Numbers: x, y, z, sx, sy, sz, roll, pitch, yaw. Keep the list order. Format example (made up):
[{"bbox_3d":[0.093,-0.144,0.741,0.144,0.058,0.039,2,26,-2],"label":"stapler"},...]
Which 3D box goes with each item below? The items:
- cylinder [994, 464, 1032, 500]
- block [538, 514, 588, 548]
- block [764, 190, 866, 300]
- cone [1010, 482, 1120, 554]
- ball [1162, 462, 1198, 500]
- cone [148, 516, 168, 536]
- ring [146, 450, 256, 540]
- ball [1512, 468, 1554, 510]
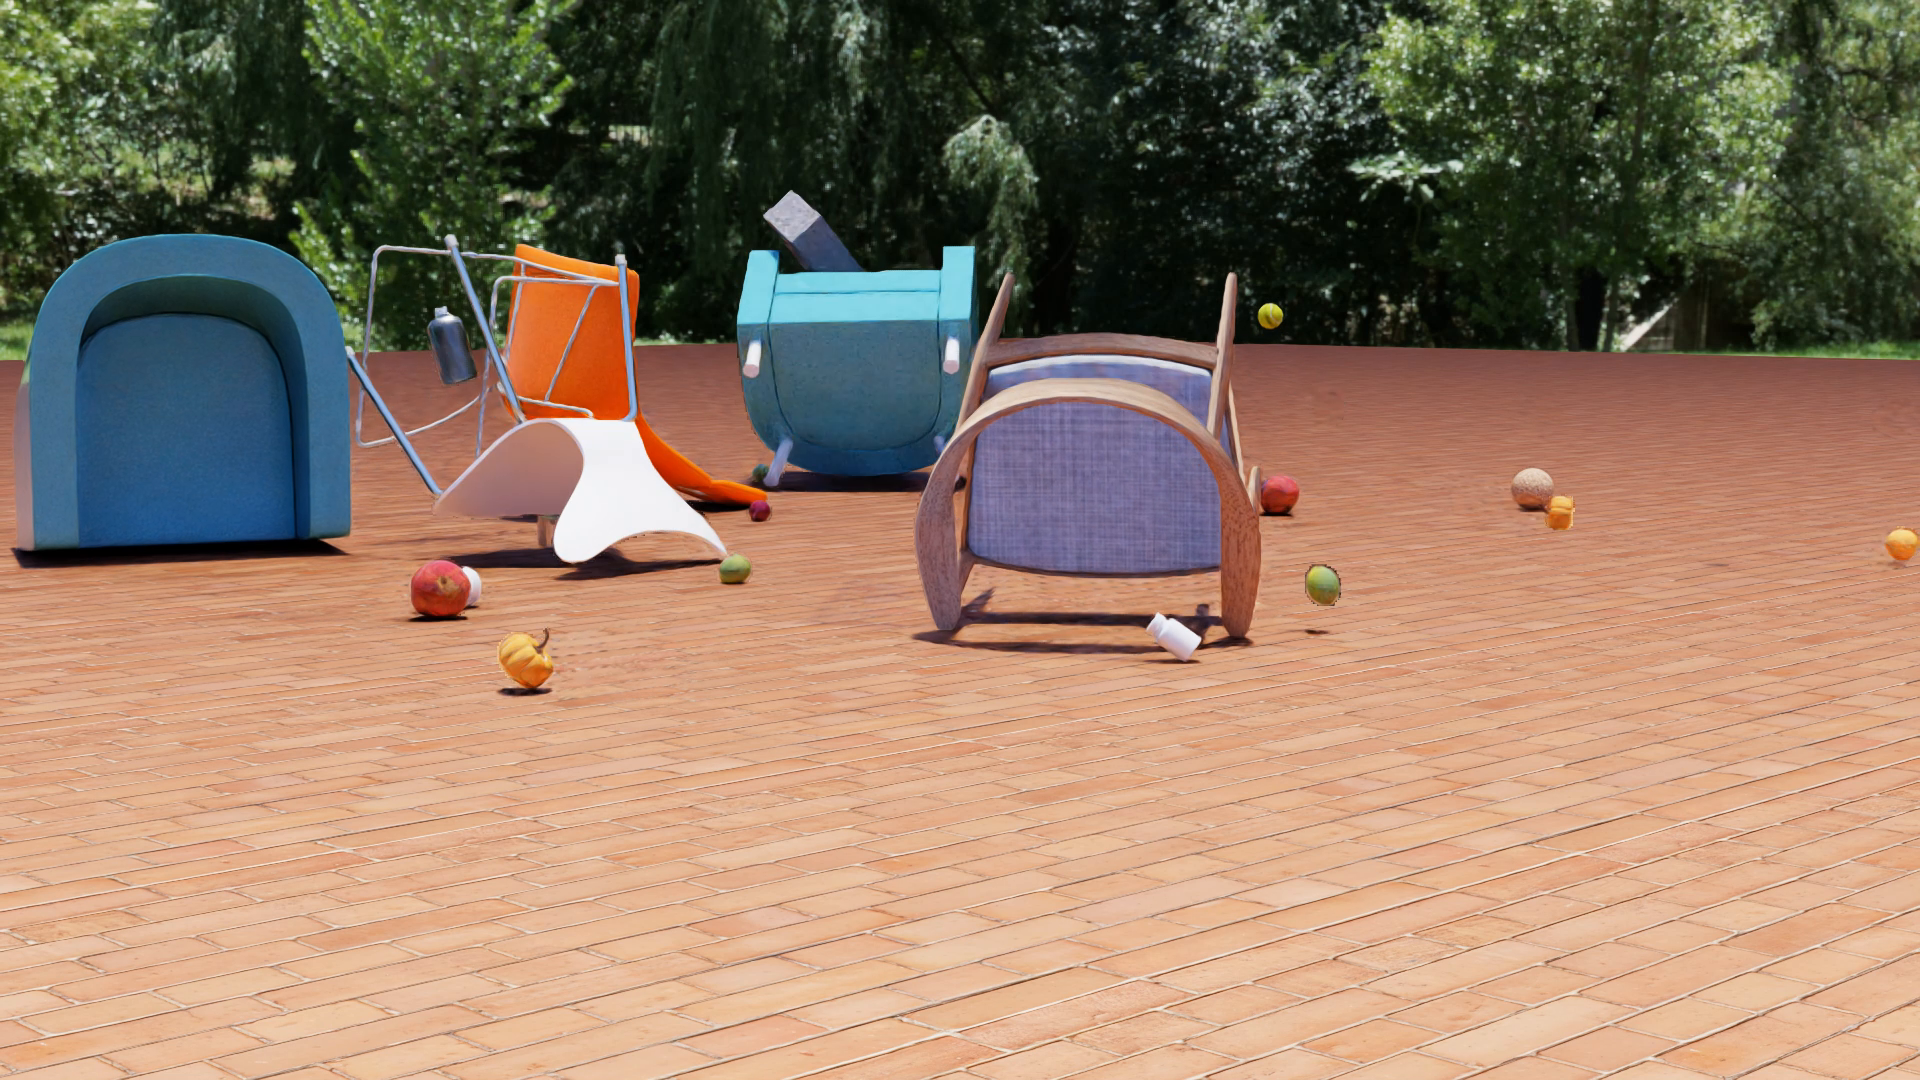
[{"bbox_3d":[0.157,-0.174,7.586,0.108,0.103,0.187,0,14,2],"label":"cylinder"},{"bbox_3d":[-0.971,-0.022,6.273,0.093,0.072,0.106,-3,7,-26],"label":"block"},{"bbox_3d":[-0.463,-0.938,8.152,0.198,0.125,0.295,45,-4,44],"label":"block"},{"bbox_3d":[0.252,-0.058,6.143,0.291,0.170,0.128,-3,6,-24],"label":"cone"},{"bbox_3d":[0.651,-0.175,7.578,0.109,0.109,0.109,0,6,0],"label":"ball"},{"bbox_3d":[-2.019,-0.064,6.619,0.095,0.193,0.228,23,-19,-4],"label":"cone"},{"bbox_3d":[-1.909,-0.113,6.461,0.297,0.225,0.090,-37,-6,-37],"label":"ring"},{"bbox_3d":[1.614,-0.143,7.230,0.118,0.118,0.118,0,6,0],"label":"ball"}]
